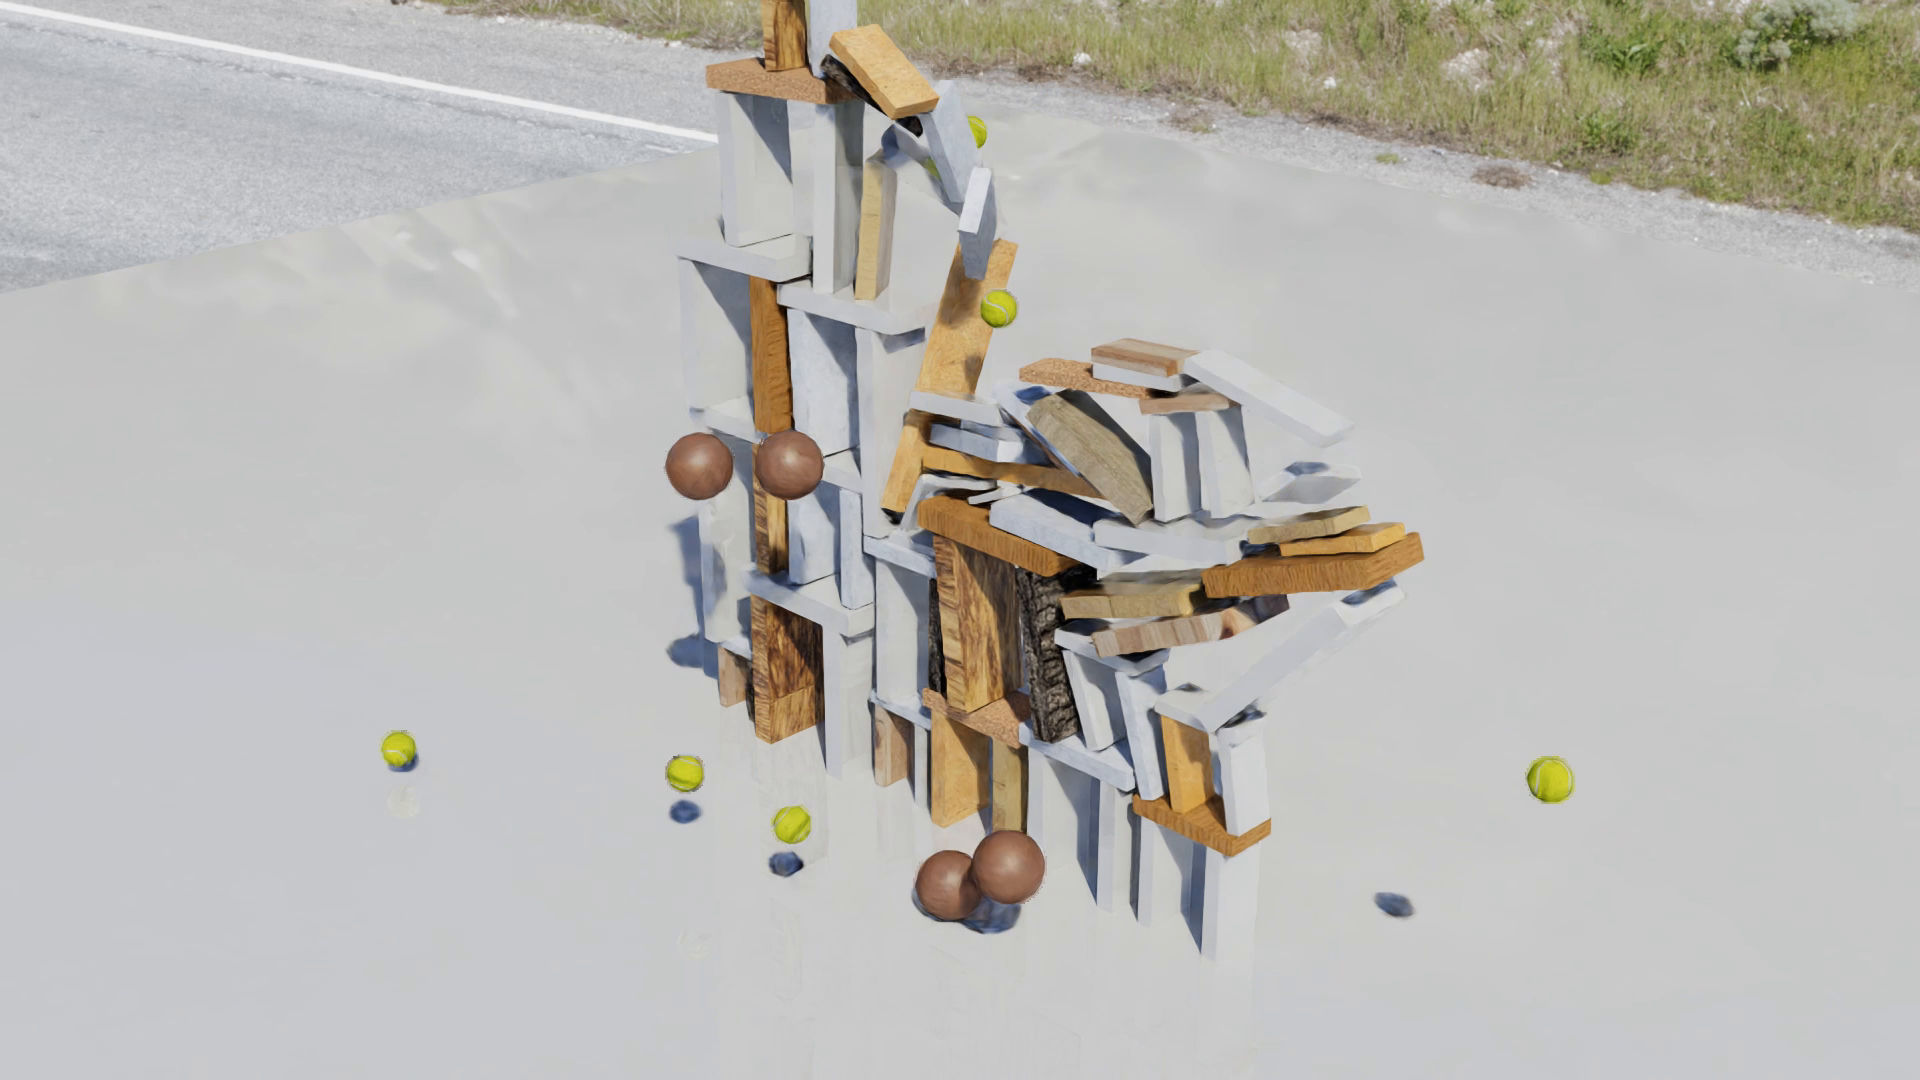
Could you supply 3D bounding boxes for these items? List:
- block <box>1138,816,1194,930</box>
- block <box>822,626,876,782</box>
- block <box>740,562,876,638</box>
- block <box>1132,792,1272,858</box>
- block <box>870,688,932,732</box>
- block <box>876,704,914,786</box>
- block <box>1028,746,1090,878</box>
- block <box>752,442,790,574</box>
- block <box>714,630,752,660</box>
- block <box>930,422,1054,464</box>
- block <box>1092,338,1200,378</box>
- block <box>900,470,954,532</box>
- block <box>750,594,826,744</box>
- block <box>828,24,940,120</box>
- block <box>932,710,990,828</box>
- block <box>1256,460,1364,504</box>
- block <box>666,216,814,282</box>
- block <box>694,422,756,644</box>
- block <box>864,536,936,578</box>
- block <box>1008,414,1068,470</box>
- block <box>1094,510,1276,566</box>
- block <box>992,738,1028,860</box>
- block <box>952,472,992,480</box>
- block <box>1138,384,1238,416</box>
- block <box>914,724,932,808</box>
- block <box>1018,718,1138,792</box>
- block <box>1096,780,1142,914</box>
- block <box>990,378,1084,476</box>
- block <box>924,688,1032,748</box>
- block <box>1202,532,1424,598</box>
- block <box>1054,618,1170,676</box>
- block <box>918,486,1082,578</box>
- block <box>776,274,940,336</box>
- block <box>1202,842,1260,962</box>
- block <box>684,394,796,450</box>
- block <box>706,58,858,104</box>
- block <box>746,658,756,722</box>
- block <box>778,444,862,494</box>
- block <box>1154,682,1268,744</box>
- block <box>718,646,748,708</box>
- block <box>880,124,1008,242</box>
[{"bbox_3d":[0.382,0.595,4.067,0.032,0.228,0.114,21,31,41],"label":"block"},{"bbox_3d":[-0.202,0.315,4.580,0.049,0.343,0.171,21,31,41],"label":"block"},{"bbox_3d":[-0.283,0.103,4.578,0.171,0.049,0.343,-21,31,-41],"label":"block"},{"bbox_3d":[0.436,0.496,3.967,0.228,0.032,0.114,21,31,40],"label":"block"},{"bbox_3d":[-0.088,0.333,4.474,0.091,0.026,0.183,-19,30,-40],"label":"block"},{"bbox_3d":[-0.133,0.412,4.554,0.091,0.183,0.026,-20,30,-40],"label":"block"},{"bbox_3d":[0.191,0.501,4.234,0.135,0.271,0.038,-21,31,-41],"label":"block"},{"bbox_3d":[-0.362,-0.082,4.589,0.040,0.283,0.141,21,31,41],"label":"block"},{"bbox_3d":[-0.464,0.226,4.819,0.148,0.021,0.074,21,31,41],"label":"block"},{"bbox_3d":[0.068,-0.183,4.166,0.139,0.039,0.278,1,9,-27],"label":"block"},{"bbox_3d":[0.318,-0.313,3.765,0.087,0.025,0.174,-21,26,-38],"label":"block"},{"bbox_3d":[-0.064,-0.076,4.281,0.070,0.140,0.020,-14,54,-33],"label":"block"},{"bbox_3d":[-0.363,0.252,4.729,0.049,0.343,0.171,21,31,41],"label":"block"},{"bbox_3d":[-0.138,-0.851,3.993,0.103,0.029,0.205,-22,64,-35],"label":"block"},{"bbox_3d":[0.002,0.438,4.403,0.036,0.255,0.127,22,31,40],"label":"block"},{"bbox_3d":[0.592,-0.096,3.720,0.184,0.026,0.092,2,-29,-48],"label":"block"},{"bbox_3d":[-0.421,-0.588,4.429,0.324,0.046,0.162,19,29,38],"label":"block"},{"bbox_3d":[-0.496,-0.032,4.756,0.040,0.505,0.141,20,30,40],"label":"block"},{"bbox_3d":[-0.064,0.023,4.310,0.236,0.033,0.118,20,29,40],"label":"block"},{"bbox_3d":[0.171,-0.188,4.021,0.084,0.024,0.167,-1,40,-43],"label":"block"},{"bbox_3d":[0.388,-0.013,3.806,0.288,0.041,0.144,9,22,43],"label":"block"},{"bbox_3d":[0.121,0.484,4.293,0.036,0.255,0.127,21,31,41],"label":"block"},{"bbox_3d":[0.029,-0.125,4.256,0.053,0.015,0.106,-3,10,-20],"label":"block"},{"bbox_3d":[0.403,-0.240,3.718,0.184,0.026,0.092,-2,16,43],"label":"block"},{"bbox_3d":[-0.049,0.446,4.475,0.091,0.183,0.026,-20,30,-39],"label":"block"},{"bbox_3d":[0.255,0.383,4.114,0.271,0.038,0.135,21,31,41],"label":"block"},{"bbox_3d":[0.319,0.551,4.116,0.038,0.271,0.135,21,31,41],"label":"block"},{"bbox_3d":[0.180,-0.208,4.000,0.123,0.035,0.247,-7,44,-48],"label":"block"},{"bbox_3d":[0.063,0.327,4.290,0.255,0.036,0.127,21,31,40],"label":"block"},{"bbox_3d":[0.577,0.043,3.614,0.327,0.046,0.163,-5,12,46],"label":"block"},{"bbox_3d":[0.276,0.190,3.995,0.194,0.028,0.097,21,31,40],"label":"block"},{"bbox_3d":[0.097,-0.025,4.100,0.334,0.047,0.167,22,31,40],"label":"block"},{"bbox_3d":[-0.197,-0.466,4.299,0.301,0.043,0.151,19,26,35],"label":"block"},{"bbox_3d":[0.489,0.637,3.968,0.114,0.228,0.032,-21,31,-40],"label":"block"},{"bbox_3d":[-0.429,-0.258,4.591,0.283,0.040,0.141,21,30,40],"label":"block"},{"bbox_3d":[-0.328,-0.886,4.238,0.300,0.042,0.150,15,25,34],"label":"block"},{"bbox_3d":[-0.430,0.319,4.819,0.021,0.148,0.074,21,31,40],"label":"block"},{"bbox_3d":[-0.236,-0.153,4.437,0.246,0.035,0.123,20,28,38],"label":"block"},{"bbox_3d":[0.443,0.304,3.875,0.182,0.026,0.091,20,31,40],"label":"block"},{"bbox_3d":[-0.500,0.291,4.884,0.021,0.148,0.074,21,31,41],"label":"block"},{"bbox_3d":[-0.031,-0.686,4.222,0.266,0.038,0.133,32,23,-26],"label":"block"}]
